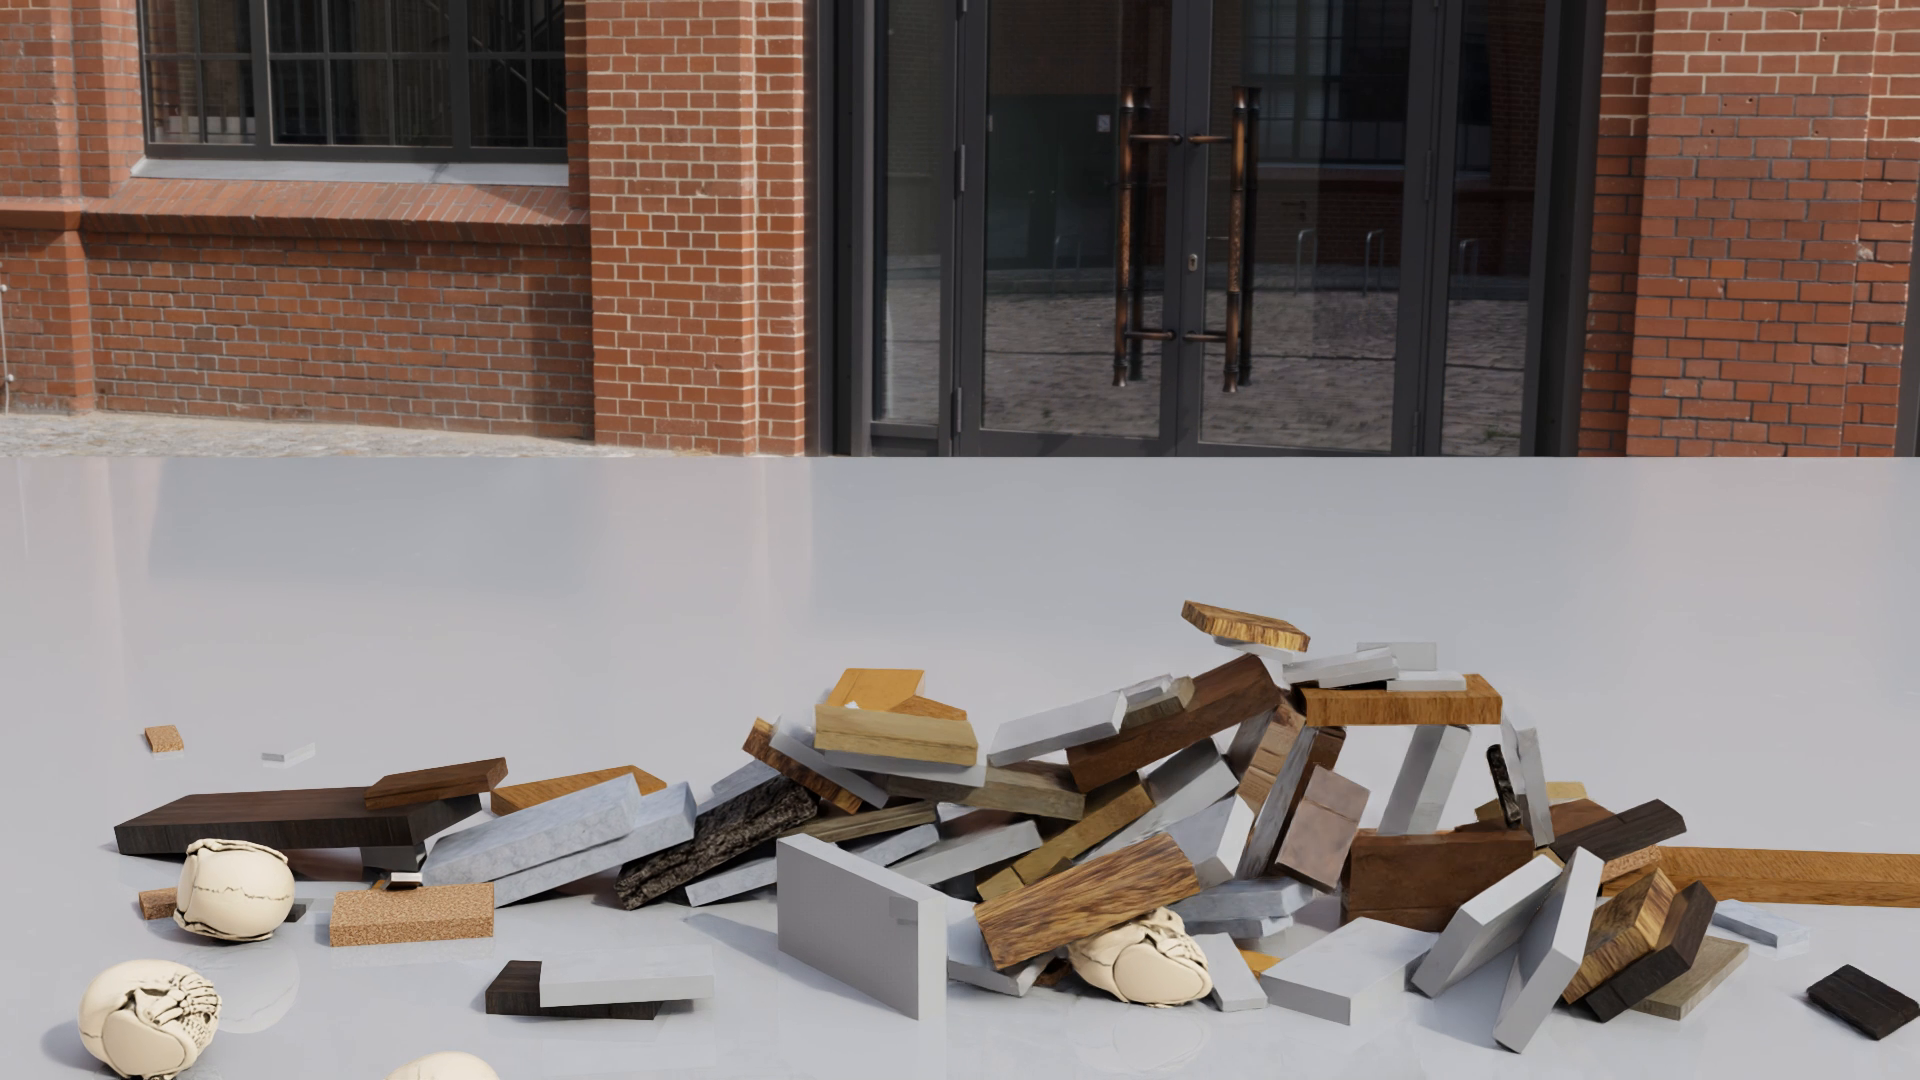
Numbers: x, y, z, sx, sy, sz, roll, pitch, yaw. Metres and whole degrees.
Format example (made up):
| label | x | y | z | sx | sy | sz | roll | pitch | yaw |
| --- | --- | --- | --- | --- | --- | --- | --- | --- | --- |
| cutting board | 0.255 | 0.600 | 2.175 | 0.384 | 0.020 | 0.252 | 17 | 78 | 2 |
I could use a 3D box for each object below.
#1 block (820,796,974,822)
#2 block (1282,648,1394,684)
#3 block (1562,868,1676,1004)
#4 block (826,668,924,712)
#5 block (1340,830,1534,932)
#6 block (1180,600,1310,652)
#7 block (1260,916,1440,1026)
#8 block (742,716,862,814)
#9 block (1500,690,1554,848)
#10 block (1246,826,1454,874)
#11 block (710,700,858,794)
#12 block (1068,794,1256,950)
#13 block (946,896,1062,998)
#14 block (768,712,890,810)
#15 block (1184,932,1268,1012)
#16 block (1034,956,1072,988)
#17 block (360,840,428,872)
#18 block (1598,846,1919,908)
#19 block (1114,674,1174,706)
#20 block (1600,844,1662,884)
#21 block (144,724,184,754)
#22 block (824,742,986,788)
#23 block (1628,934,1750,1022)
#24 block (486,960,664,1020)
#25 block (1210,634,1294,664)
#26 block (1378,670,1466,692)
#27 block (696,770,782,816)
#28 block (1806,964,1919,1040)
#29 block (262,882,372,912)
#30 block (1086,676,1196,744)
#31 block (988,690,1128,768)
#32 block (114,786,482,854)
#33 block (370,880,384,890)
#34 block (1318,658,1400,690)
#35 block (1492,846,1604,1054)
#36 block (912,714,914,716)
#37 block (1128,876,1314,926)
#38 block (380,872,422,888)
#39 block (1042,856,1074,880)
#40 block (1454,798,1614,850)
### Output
| label | x | y | z | sx | sy | sz | roll | pitch | yaw |
| --- | --- | --- | --- | --- | --- | --- | --- | --- | --- |
| block | -0.115 | 0.496 | 3.858 | 0.433 | 0.035 | 0.122 | 3 | 11 | 16 |
| block | 0.618 | 0.206 | 3.605 | 0.177 | 0.018 | 0.065 | -10 | 8 | 9 |
| block | 0.980 | 0.588 | 3.287 | 0.151 | 0.043 | 0.302 | -41 | -9 | 23 |
| block | -0.186 | 0.350 | 4.822 | 0.179 | 0.051 | 0.357 | 1 | 11 | 5 |
| block | 0.757 | 0.545 | 3.496 | 0.299 | 0.149 | 0.042 | -1 | 13 | -8 |
| block | 0.469 | 0.143 | 3.616 | 0.191 | 0.027 | 0.095 | 12 | 11 | -21 |
| block | 0.591 | 0.640 | 3.284 | 0.149 | 0.042 | 0.304 | 8 | 13 | 38 |
| block | -0.255 | 0.370 | 3.613 | 0.212 | 0.030 | 0.106 | 31 | 9 | -5 |
| block | 0.941 | 0.382 | 3.664 | 0.033 | 0.234 | 0.117 | -15 | 26 | 3 |
| block | 0.715 | 0.541 | 3.825 | 0.422 | 0.039 | 0.136 | 1 | 11 | 3 |
| block | -0.333 | 0.413 | 4.313 | 0.143 | 0.041 | 0.409 | -32 | -2 | 23 |
| block | 0.301 | 0.513 | 3.396 | 0.316 | 0.045 | 0.158 | -31 | 15 | 32 |
| block | 0.012 | 0.608 | 3.330 | 0.258 | 0.037 | 0.129 | 9 | 34 | 32 |
| block | -0.211 | 0.362 | 3.606 | 0.212 | 0.030 | 0.106 | 31 | 8 | -7 |
| block | 0.392 | 0.639 | 3.258 | 0.068 | 0.019 | 0.178 | -2 | 22 | -13 |
| block | 0.093 | 0.644 | 3.328 | 0.136 | 0.019 | 0.068 | 6 | 12 | 29 |
| block | -0.972 | 0.520 | 3.759 | 0.159 | 0.080 | 0.023 | -3 | 12 | 40 |
| block | 1.454 | 0.566 | 3.683 | 0.765 | 0.043 | 0.151 | 1 | 11 | 6 |
| block | 0.296 | 0.252 | 3.638 | 0.107 | 0.015 | 0.054 | -21 | 11 | 28 |
| block | 1.047 | 0.540 | 3.657 | 0.207 | 0.029 | 0.103 | -21 | 10 | -2 |
| block | -1.656 | 0.413 | 4.574 | 0.060 | 0.017 | 0.148 | -5 | 12 | -25 |
| block | -0.088 | 0.347 | 3.565 | 0.258 | 0.037 | 0.129 | 8 | 10 | -1 |
| block | 1.091 | 0.651 | 3.284 | 0.075 | 0.021 | 0.310 | 8 | 13 | 36 |
| block | -0.555 | 0.657 | 3.214 | 0.245 | 0.035 | 0.122 | 1 | 11 | 5 |
| block | 0.480 | 0.171 | 3.610 | 0.130 | 0.018 | 0.065 | 15 | 10 | -2 |
| block | 0.756 | 0.231 | 3.599 | 0.130 | 0.018 | 0.065 | -1 | 11 | -2 |
| block | -0.405 | 0.477 | 3.916 | 0.146 | 0.041 | 0.292 | -18 | 5 | 39 |
| block | 1.293 | 0.661 | 3.148 | 0.075 | 0.021 | 0.150 | -28 | 16 | -9 |
| block | -1.058 | 0.587 | 3.623 | 0.159 | 0.023 | 0.080 | 0 | 11 | 0 |
| block | 0.290 | 0.280 | 3.629 | 0.186 | 0.026 | 0.093 | -22 | 11 | 23 |
| block | 0.161 | 0.311 | 3.617 | 0.226 | 0.026 | 0.093 | -18 | 23 | 24 |
| block | -1.147 | 0.480 | 3.789 | 0.671 | 0.051 | 0.179 | -6 | 10 | 27 |
| block | -0.948 | 0.587 | 3.599 | 0.048 | 0.014 | 0.095 | 5 | 21 | 9 |
| block | 0.653 | 0.218 | 3.602 | 0.130 | 0.018 | 0.065 | -10 | 9 | 12 |
| block | 0.866 | 0.591 | 3.222 | 0.045 | 0.158 | 0.460 | 32 | 19 | 12 |
| block | -0.073 | 0.391 | 3.754 | 0.097 | 0.194 | 0.028 | 14 | 28 | -19 |
| block | 0.403 | 0.567 | 3.453 | 0.273 | 0.039 | 0.136 | -9 | -2 | 28 |
| block | -0.905 | 0.557 | 3.558 | 0.048 | 0.014 | 0.095 | 5 | -25 | -25 |
| block | 0.135 | 0.576 | 3.474 | 0.028 | 0.097 | 0.194 | 42 | 14 | -3 |
| block | 1.003 | 0.506 | 3.784 | 0.281 | 0.033 | 0.117 | -8 | 19 | -22 |
